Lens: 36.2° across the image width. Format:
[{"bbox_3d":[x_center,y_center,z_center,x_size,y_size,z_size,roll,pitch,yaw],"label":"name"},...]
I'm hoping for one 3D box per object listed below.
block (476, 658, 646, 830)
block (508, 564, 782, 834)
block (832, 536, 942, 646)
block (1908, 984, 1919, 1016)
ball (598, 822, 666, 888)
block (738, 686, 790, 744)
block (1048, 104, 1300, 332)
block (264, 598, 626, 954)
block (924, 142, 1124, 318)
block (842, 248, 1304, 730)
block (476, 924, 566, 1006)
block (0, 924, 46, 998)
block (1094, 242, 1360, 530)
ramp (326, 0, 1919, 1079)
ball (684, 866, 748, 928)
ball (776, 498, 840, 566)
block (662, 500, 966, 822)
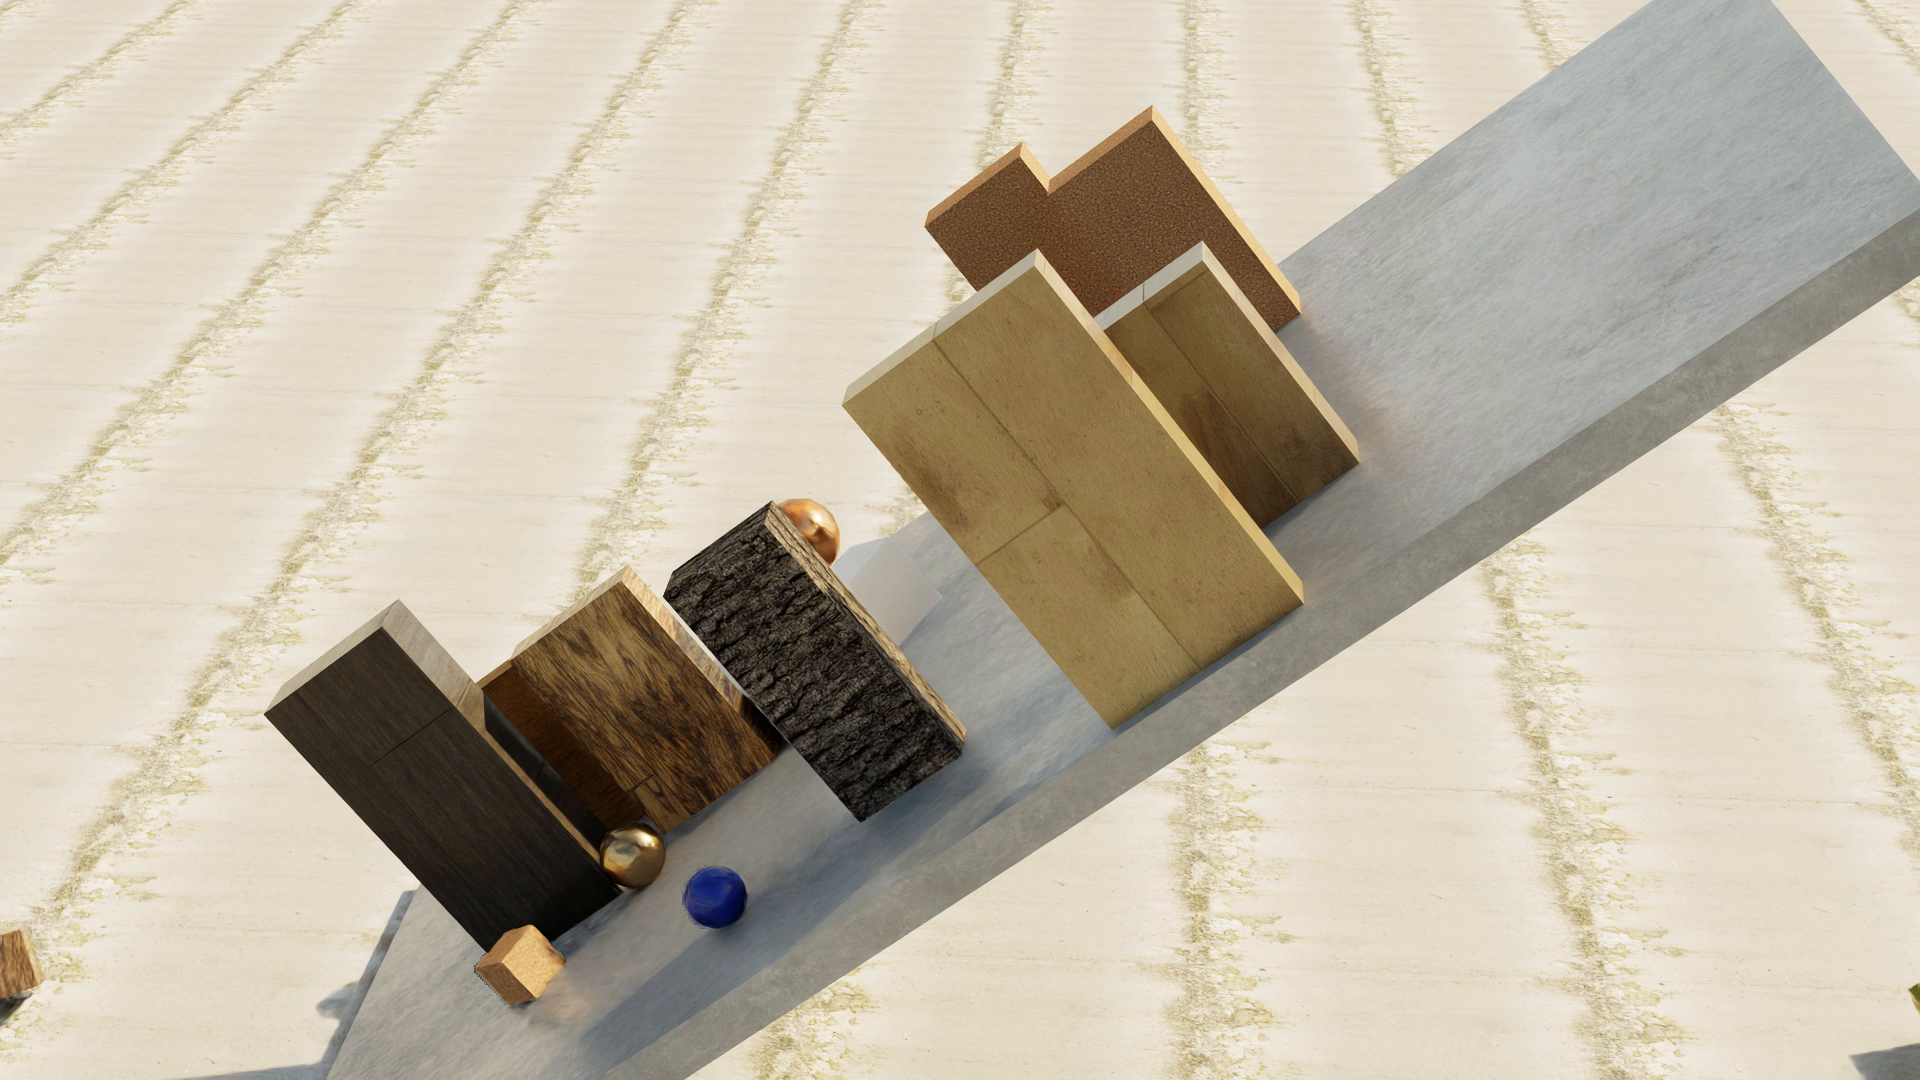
[{"bbox_3d":[-0.929,0.487,6.837,0.432,0.475,0.080,-35,16,17],"label":"block"},{"bbox_3d":[-0.698,0.359,6.548,0.331,0.535,0.089,-35,16,17],"label":"block"},{"bbox_3d":[-0.201,0.133,6.682,0.186,0.186,0.186,-48,17,-27],"label":"block"},{"bbox_3d":[2.406,1.140,7.037,0.167,0.167,0.167,-28,22,3],"label":"block"},{"bbox_3d":[-0.714,0.685,6.410,0.145,0.145,0.145,0,23,0],"label":"ball"},{"bbox_3d":[-0.390,0.349,6.597,0.143,0.143,0.143,-43,16,-10],"label":"block"},{"bbox_3d":[0.482,-0.660,6.610,0.290,0.557,0.132,-35,16,17],"label":"block"},{"bbox_3d":[-1.120,0.549,6.498,0.354,0.800,0.146,-35,16,17],"label":"block"},{"bbox_3d":[0.220,-0.604,6.952,0.282,0.614,0.126,-35,16,17],"label":"block"},{"bbox_3d":[0.205,-0.080,5.218,0.425,0.784,0.097,-35,16,17],"label":"block"},{"bbox_3d":[-0.949,0.919,6.362,0.114,0.114,0.114,-21,24,49],"label":"block"},{"bbox_3d":[-2.363,1.048,7.264,0.148,0.148,0.148,-17,1,-11],"label":"block"},{"bbox_3d":[0.447,-0.244,5.640,0.414,0.503,0.123,-35,16,17],"label":"block"},{"bbox_3d":[0.126,0.181,6.329,4.000,0.100,2.000,-35,16,17],"label":"ramp"},{"bbox_3d":[-0.486,0.710,5.853,0.124,0.124,0.124,0,23,0],"label":"ball"},{"bbox_3d":[-0.401,-0.002,7.329,0.208,0.208,0.208,0,23,0],"label":"ball"},{"bbox_3d":[-0.281,0.242,5.769,0.257,0.611,0.121,-35,16,17],"label":"block"}]
